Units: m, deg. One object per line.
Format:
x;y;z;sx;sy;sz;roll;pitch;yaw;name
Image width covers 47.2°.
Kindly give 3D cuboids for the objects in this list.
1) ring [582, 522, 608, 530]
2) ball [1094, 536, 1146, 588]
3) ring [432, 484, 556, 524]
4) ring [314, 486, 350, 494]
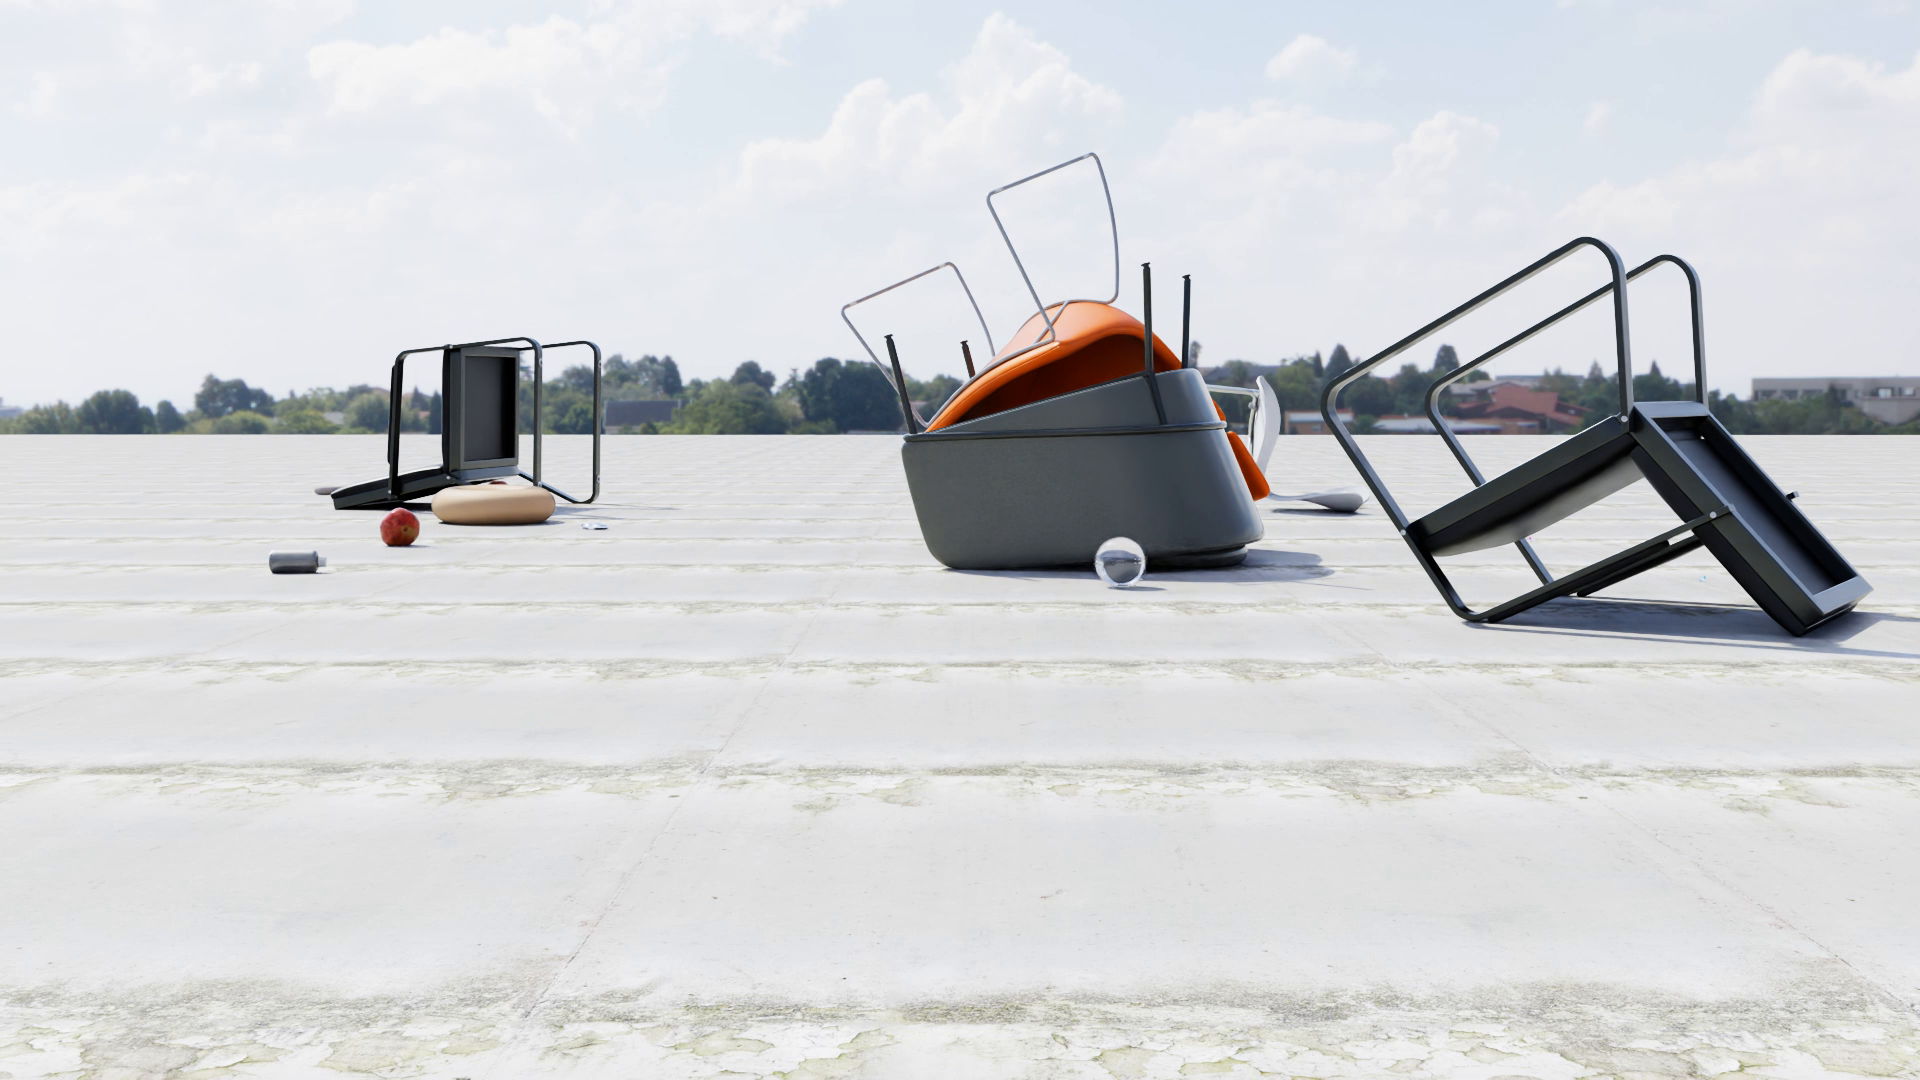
-1.172;-0.044;7.059;0.075;0.018;0.148;-3;5;-30;ring
0.363;0.050;4.983;0.115;0.115;0.115;0;4;0;ball
-1.575;-0.119;7.430;0.403;0.119;0.465;-3;6;-33;ring
-2.677;-0.212;9.379;0.150;0.036;0.116;-2;4;-18;ring
